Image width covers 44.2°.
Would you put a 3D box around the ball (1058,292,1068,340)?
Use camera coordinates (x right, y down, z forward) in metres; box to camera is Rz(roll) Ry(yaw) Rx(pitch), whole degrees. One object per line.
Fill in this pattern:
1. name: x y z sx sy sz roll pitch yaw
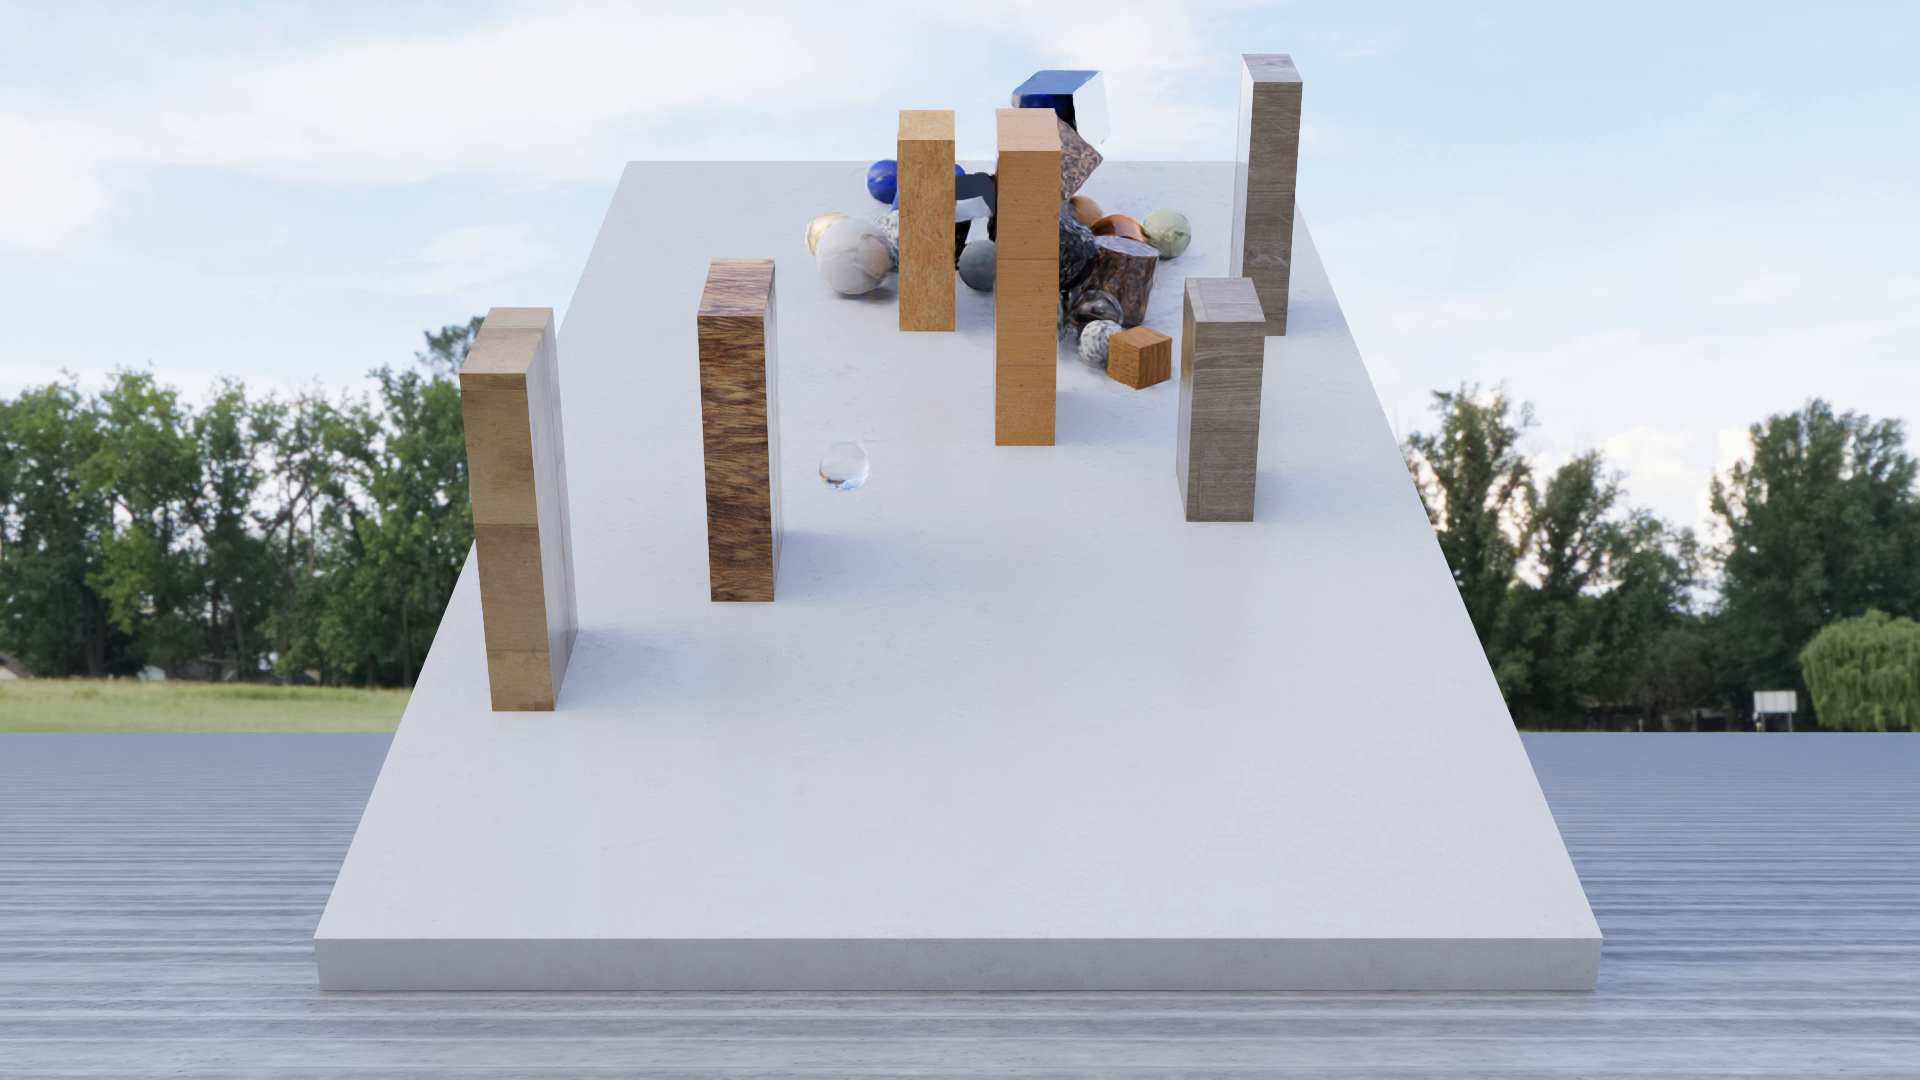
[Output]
1. ball: 0.173 -0.552 5.810 0.183 0.183 0.183 0 -5 0

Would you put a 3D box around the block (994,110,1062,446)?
1. block: 0.147 -0.590 5.321 0.134 0.688 0.315 0 26 0

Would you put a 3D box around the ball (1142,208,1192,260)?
1. ball: 0.559 -0.832 6.423 0.142 0.142 0.142 0 -5 0

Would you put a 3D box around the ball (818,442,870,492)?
1. ball: -0.251 -0.157 5.097 0.109 0.109 0.109 0 -5 0

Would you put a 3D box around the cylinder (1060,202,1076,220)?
1. cylinder: 0.230 -0.780 6.180 0.163 0.163 0.163 -8 -12 -2

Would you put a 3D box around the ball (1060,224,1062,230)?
1. ball: 0.197 -0.795 5.997 0.120 0.120 0.120 0 -5 0

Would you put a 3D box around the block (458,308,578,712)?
1. block: -0.790 -0.055 4.269 0.112 0.660 0.312 0 26 0

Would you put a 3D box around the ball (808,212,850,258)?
1. ball: -0.340 -0.814 6.378 0.144 0.144 0.144 0 -5 0

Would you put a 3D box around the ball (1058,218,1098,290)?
1. ball: 0.253 -0.709 5.857 0.181 0.181 0.181 0 -5 0

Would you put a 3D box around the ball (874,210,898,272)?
1. ball: -0.171 -0.802 6.338 0.160 0.160 0.160 0 -5 0

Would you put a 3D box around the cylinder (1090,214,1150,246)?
1. cylinder: 0.420 -0.752 6.231 0.165 0.165 0.165 0 28 -4

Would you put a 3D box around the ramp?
1. ramp: -0.010 -0.228 5.476 2.000 0.100 4.000 0 26 0

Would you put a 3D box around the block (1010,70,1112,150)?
1. block: 0.291 -1.223 6.790 0.199 0.199 0.199 6 33 29

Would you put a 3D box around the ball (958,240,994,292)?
1. ball: 0.062 -0.721 6.205 0.135 0.135 0.135 0 -5 0

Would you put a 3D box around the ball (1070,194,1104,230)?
1. ball: 0.326 -0.880 6.516 0.143 0.143 0.143 0 -5 0

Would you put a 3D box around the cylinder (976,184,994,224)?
1. cylinder: 0.126 -0.948 6.679 0.118 0.118 0.118 16 2 22

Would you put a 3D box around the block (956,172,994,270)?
1. block: 0.014 -0.857 6.358 0.172 0.172 0.172 -13 -38 -20

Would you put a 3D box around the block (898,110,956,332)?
1. block: -0.082 -0.808 5.970 0.141 0.498 0.261 0 26 0

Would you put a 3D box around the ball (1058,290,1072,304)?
1. ball: 0.217 -0.637 6.037 0.135 0.135 0.135 0 -5 0

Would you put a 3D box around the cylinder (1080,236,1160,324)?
1. cylinder: 0.403 -0.662 6.002 0.176 0.176 0.176 11 21 -4

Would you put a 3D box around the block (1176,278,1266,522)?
1. block: 0.548 -0.298 5.000 0.141 0.451 0.259 0 26 0

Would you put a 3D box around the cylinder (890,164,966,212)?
1. cylinder: -0.089 -0.944 6.543 0.180 0.180 0.180 2 -48 -20

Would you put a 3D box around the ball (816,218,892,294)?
1. ball: -0.277 -0.742 6.170 0.201 0.201 0.201 0 -5 0

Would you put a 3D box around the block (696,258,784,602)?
1. block: -0.428 -0.218 4.666 0.124 0.601 0.317 0 26 0

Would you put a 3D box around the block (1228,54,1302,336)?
1. block: 0.760 -0.862 5.913 0.119 0.650 0.259 0 26 0

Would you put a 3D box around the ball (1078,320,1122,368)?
1. ball: 0.347 -0.477 5.734 0.118 0.118 0.118 0 -5 0

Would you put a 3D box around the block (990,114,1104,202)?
1. block: 0.227 -1.002 6.406 0.194 0.194 0.194 41 -23 -8

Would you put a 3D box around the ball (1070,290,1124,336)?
1. ball: 0.339 -0.557 5.876 0.134 0.134 0.134 0 -5 0

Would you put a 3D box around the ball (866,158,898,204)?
1. ball: -0.208 -1.041 6.853 0.130 0.130 0.130 0 -5 0

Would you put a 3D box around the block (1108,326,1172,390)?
1. block: 0.431 -0.438 5.668 0.107 0.107 0.107 -20 33 -34
